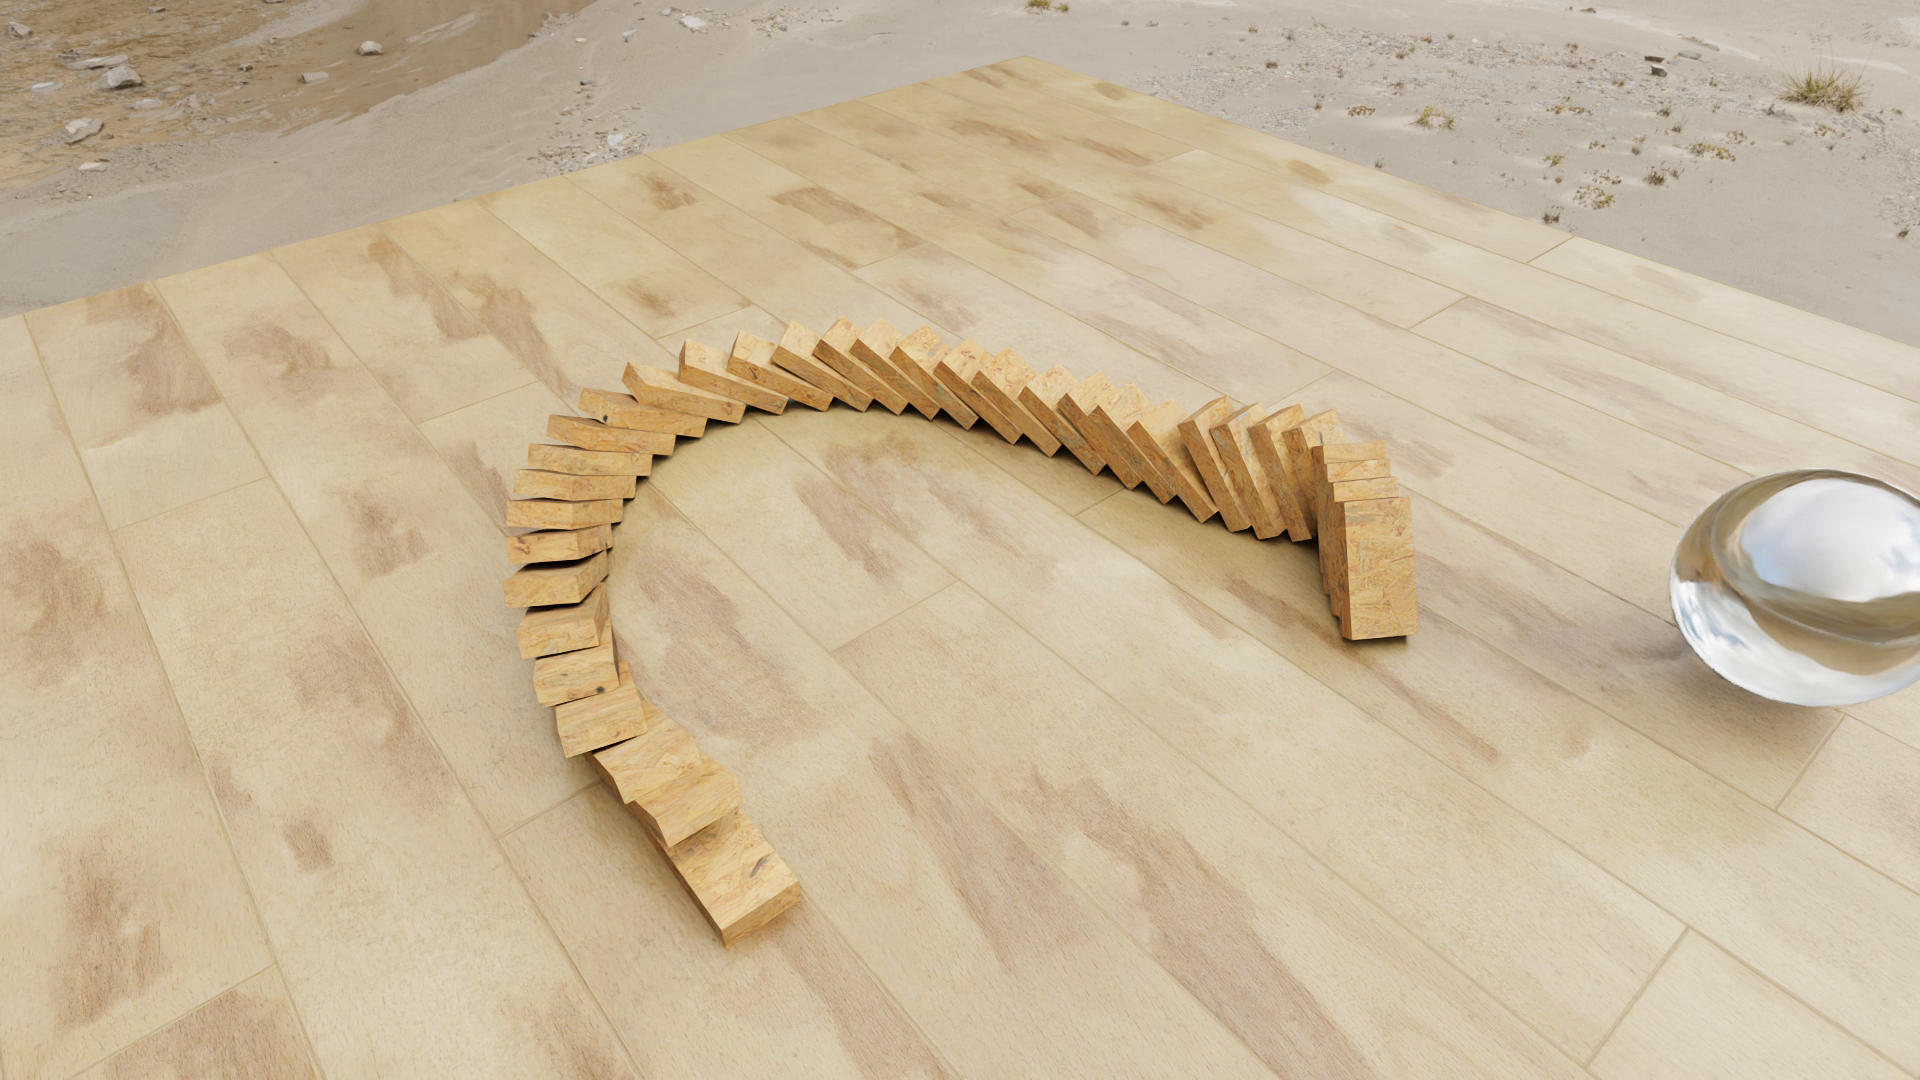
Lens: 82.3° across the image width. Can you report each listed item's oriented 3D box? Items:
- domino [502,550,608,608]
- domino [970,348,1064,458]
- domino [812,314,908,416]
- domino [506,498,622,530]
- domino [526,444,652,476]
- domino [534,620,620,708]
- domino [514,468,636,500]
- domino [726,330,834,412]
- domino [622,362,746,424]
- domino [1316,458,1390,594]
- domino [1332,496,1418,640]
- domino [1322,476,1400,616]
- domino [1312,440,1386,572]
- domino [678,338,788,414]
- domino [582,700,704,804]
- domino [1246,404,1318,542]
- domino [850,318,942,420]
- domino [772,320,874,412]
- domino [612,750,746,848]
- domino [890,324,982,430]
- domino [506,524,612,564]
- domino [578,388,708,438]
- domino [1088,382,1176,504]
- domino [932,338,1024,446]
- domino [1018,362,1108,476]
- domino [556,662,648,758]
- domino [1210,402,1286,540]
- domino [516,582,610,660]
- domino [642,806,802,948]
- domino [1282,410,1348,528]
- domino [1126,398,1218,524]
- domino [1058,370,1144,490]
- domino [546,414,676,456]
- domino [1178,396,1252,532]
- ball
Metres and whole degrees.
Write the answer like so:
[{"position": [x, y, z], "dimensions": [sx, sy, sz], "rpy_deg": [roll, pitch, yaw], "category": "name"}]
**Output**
[{"position": [-0.149, 0.014, 0.408], "dimensions": [0.025, 0.010, 0.050], "rpy_deg": [-5, 11, -6], "category": "domino"}, {"position": [0.032, -0.063, 0.502], "dimensions": [0.050, 0.010, 0.025], "rpy_deg": [44, 50, 4], "category": "domino"}, {"position": [-0.043, -0.084, 0.525], "dimensions": [0.050, 0.010, 0.025], "rpy_deg": [36, 41, -8], "category": "domino"}, {"position": [-0.156, -0.011, 0.436], "dimensions": [0.025, 0.010, 0.050], "rpy_deg": [3, 5, 4], "category": "domino"}, {"position": [-0.154, -0.034, 0.462], "dimensions": [0.025, 0.010, 0.050], "rpy_deg": [9, 5, 16], "category": "domino"}, {"position": [-0.131, 0.041, 0.377], "dimensions": [0.025, 0.009, 0.050], "rpy_deg": [-13, 16, -16], "category": "domino"}, {"position": [-0.156, -0.023, 0.450], "dimensions": [0.025, 0.009, 0.050], "rpy_deg": [7, 5, 11], "category": "domino"}, {"position": [-0.085, -0.081, 0.525], "dimensions": [0.050, 0.010, 0.025], "rpy_deg": [21, 36, -18], "category": "domino"}, {"position": [-0.127, -0.068, 0.507], "dimensions": [0.050, 0.009, 0.025], "rpy_deg": [8, 26, -41], "category": "domino"}, {"position": [0.152, -0.005, 0.421], "dimensions": [0.025, 0.050, 0.009], "rpy_deg": [-5, 4, -6], "category": "domino"}, {"position": [0.152, 0.010, 0.402], "dimensions": [0.025, 0.050, 0.009], "rpy_deg": [-5, 3, -6], "category": "domino"}, {"position": [0.151, 0.002, 0.412], "dimensions": [0.025, 0.050, 0.009], "rpy_deg": [-6, 4, -6], "category": "domino"}, {"position": [0.154, -0.013, 0.430], "dimensions": [0.025, 0.050, 0.010], "rpy_deg": [-5, 4, -6], "category": "domino"}, {"position": [-0.107, -0.077, 0.520], "dimensions": [0.050, 0.010, 0.025], "rpy_deg": [17, 33, -24], "category": "domino"}, {"position": [-0.102, 0.065, 0.346], "dimensions": [0.025, 0.010, 0.050], "rpy_deg": [-26, 18, -27], "category": "domino"}, {"position": [0.137, -0.027, 0.448], "dimensions": [0.025, 0.050, 0.009], "rpy_deg": [-28, 8, -36], "category": "domino"}, {"position": [-0.026, -0.082, 0.522], "dimensions": [0.050, 0.009, 0.025], "rpy_deg": [40, 42, -4], "category": "domino"}, {"position": [-0.063, -0.083, 0.526], "dimensions": [0.050, 0.010, 0.025], "rpy_deg": [29, 38, -14], "category": "domino"}, {"position": [-0.087, 0.075, 0.334], "dimensions": [0.025, 0.009, 0.050], "rpy_deg": [-27, 19, -29], "category": "domino"}, {"position": [-0.007, -0.077, 0.517], "dimensions": [0.050, 0.009, 0.025], "rpy_deg": [43, 46, 0], "category": "domino"}, {"position": [-0.152, 0.001, 0.421], "dimensions": [0.025, 0.010, 0.050], "rpy_deg": [-4, 5, -4], "category": "domino"}, {"position": [-0.141, -0.057, 0.492], "dimensions": [0.025, 0.010, 0.050], "rpy_deg": [27, 15, 34], "category": "domino"}, {"position": [0.081, -0.042, 0.474], "dimensions": [0.025, 0.010, 0.050], "rpy_deg": [-37, 84, -36], "category": "domino"}, {"position": [0.014, -0.069, 0.510], "dimensions": [0.050, 0.009, 0.025], "rpy_deg": [42, 49, 3], "category": "domino"}, {"position": [0.053, -0.054, 0.493], "dimensions": [0.050, 0.010, 0.025], "rpy_deg": [46, 53, 9], "category": "domino"}, {"position": [-0.118, 0.054, 0.360], "dimensions": [0.025, 0.010, 0.050], "rpy_deg": [-16, 15, -18], "category": "domino"}, {"position": [0.123, -0.029, 0.450], "dimensions": [0.025, 0.050, 0.010], "rpy_deg": [-32, 10, -35], "category": "domino"}, {"position": [-0.141, 0.028, 0.393], "dimensions": [0.025, 0.010, 0.050], "rpy_deg": [-10, 15, -11], "category": "domino"}, {"position": [-0.072, 0.094, 0.328], "dimensions": [0.025, 0.009, 0.050], "rpy_deg": [-27, 47, -29], "category": "domino"}, {"position": [0.149, -0.025, 0.444], "dimensions": [0.025, 0.050, 0.009], "rpy_deg": [-26, 7, -36], "category": "domino"}, {"position": [0.096, -0.034, 0.465], "dimensions": [0.025, 0.009, 0.050], "rpy_deg": [-34, 83, -35], "category": "domino"}, {"position": [0.068, -0.048, 0.483], "dimensions": [0.025, 0.009, 0.050], "rpy_deg": [-36, 83, -35], "category": "domino"}, {"position": [-0.150, -0.045, 0.477], "dimensions": [0.025, 0.009, 0.050], "rpy_deg": [17, 9, 26], "category": "domino"}, {"position": [0.111, -0.031, 0.454], "dimensions": [0.025, 0.050, 0.010], "rpy_deg": [-34, 11, -35], "category": "domino"}, {"position": [0.285, 0.016, 0.368], "dimensions": [0.080, 0.080, 0.080], "rpy_deg": [0, 39, 0], "category": "ball"}]
